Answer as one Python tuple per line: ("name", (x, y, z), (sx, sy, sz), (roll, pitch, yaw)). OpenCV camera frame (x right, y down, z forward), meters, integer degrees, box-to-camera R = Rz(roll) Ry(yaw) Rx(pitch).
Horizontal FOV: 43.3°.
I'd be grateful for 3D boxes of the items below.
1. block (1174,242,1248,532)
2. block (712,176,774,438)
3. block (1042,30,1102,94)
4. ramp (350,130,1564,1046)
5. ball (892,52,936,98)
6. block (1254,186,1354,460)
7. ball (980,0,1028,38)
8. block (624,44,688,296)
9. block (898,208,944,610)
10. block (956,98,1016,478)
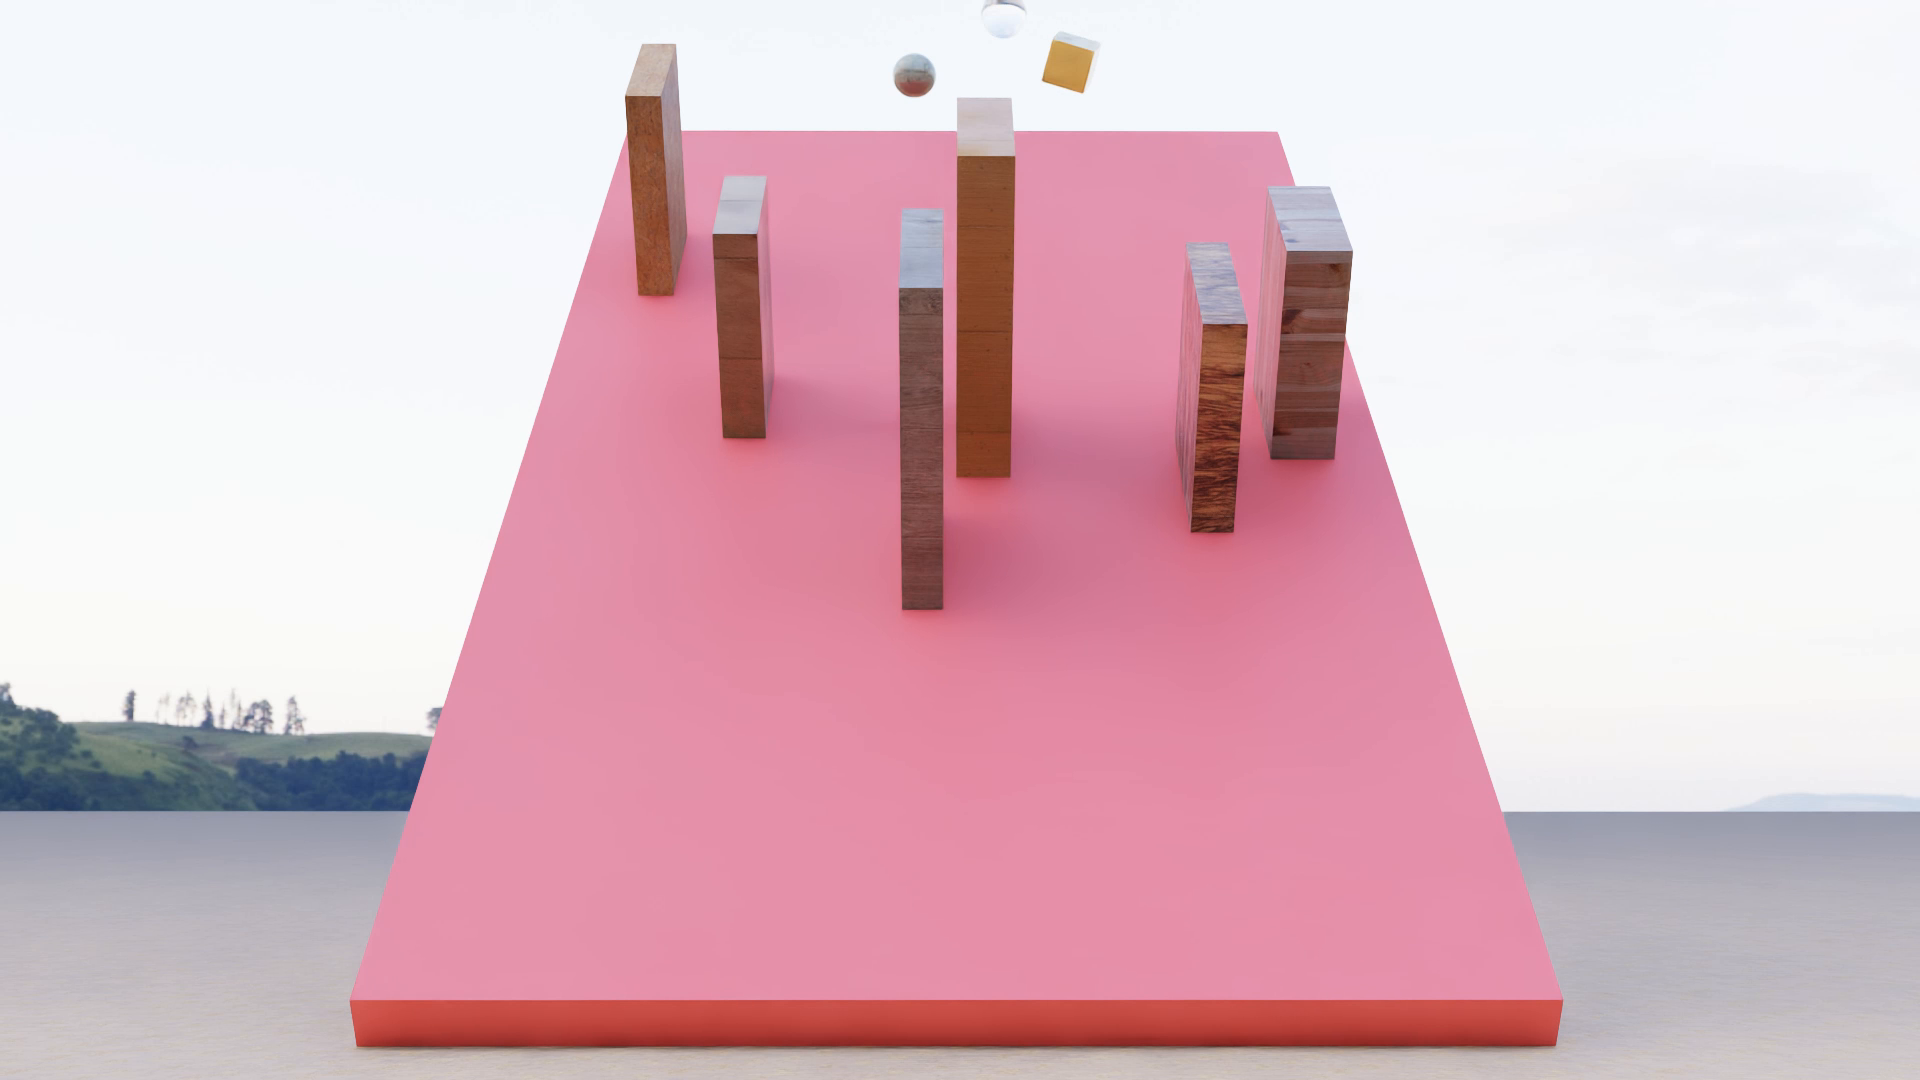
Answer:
("block", (0.554, -0.342, 5.373), (0.094, 0.504, 0.429), (0, 30, 0))
("block", (-0.507, -0.551, 5.709), (0.100, 0.518, 0.346), (0, 30, 0))
("block", (0.322, -1.377, 6.976), (0.128, 0.128, 0.128), (18, 25, 5))
("ramp", (-0.013, -0.207, 5.738), (2.000, 0.100, 4.000), (0, 30, 0))
("ball", (-0.137, -1.384, 7.214), (0.133, 0.133, 0.133), (0, -6, 0))
("block", (0.794, -0.508, 5.640), (0.147, 0.523, 0.378), (0, 30, 0))
("ball", (0.136, -1.623, 7.479), (0.144, 0.144, 0.144), (0, -6, 0))
("block", (-0.803, -0.985, 6.421), (0.092, 0.550, 0.406), (0, 30, 0))
("block", (-0.078, -0.271, 5.022), (0.086, 0.731, 0.396), (0, 30, 0))
("block", (0.054, -0.570, 5.489), (0.124, 0.778, 0.359), (0, 30, 0))
